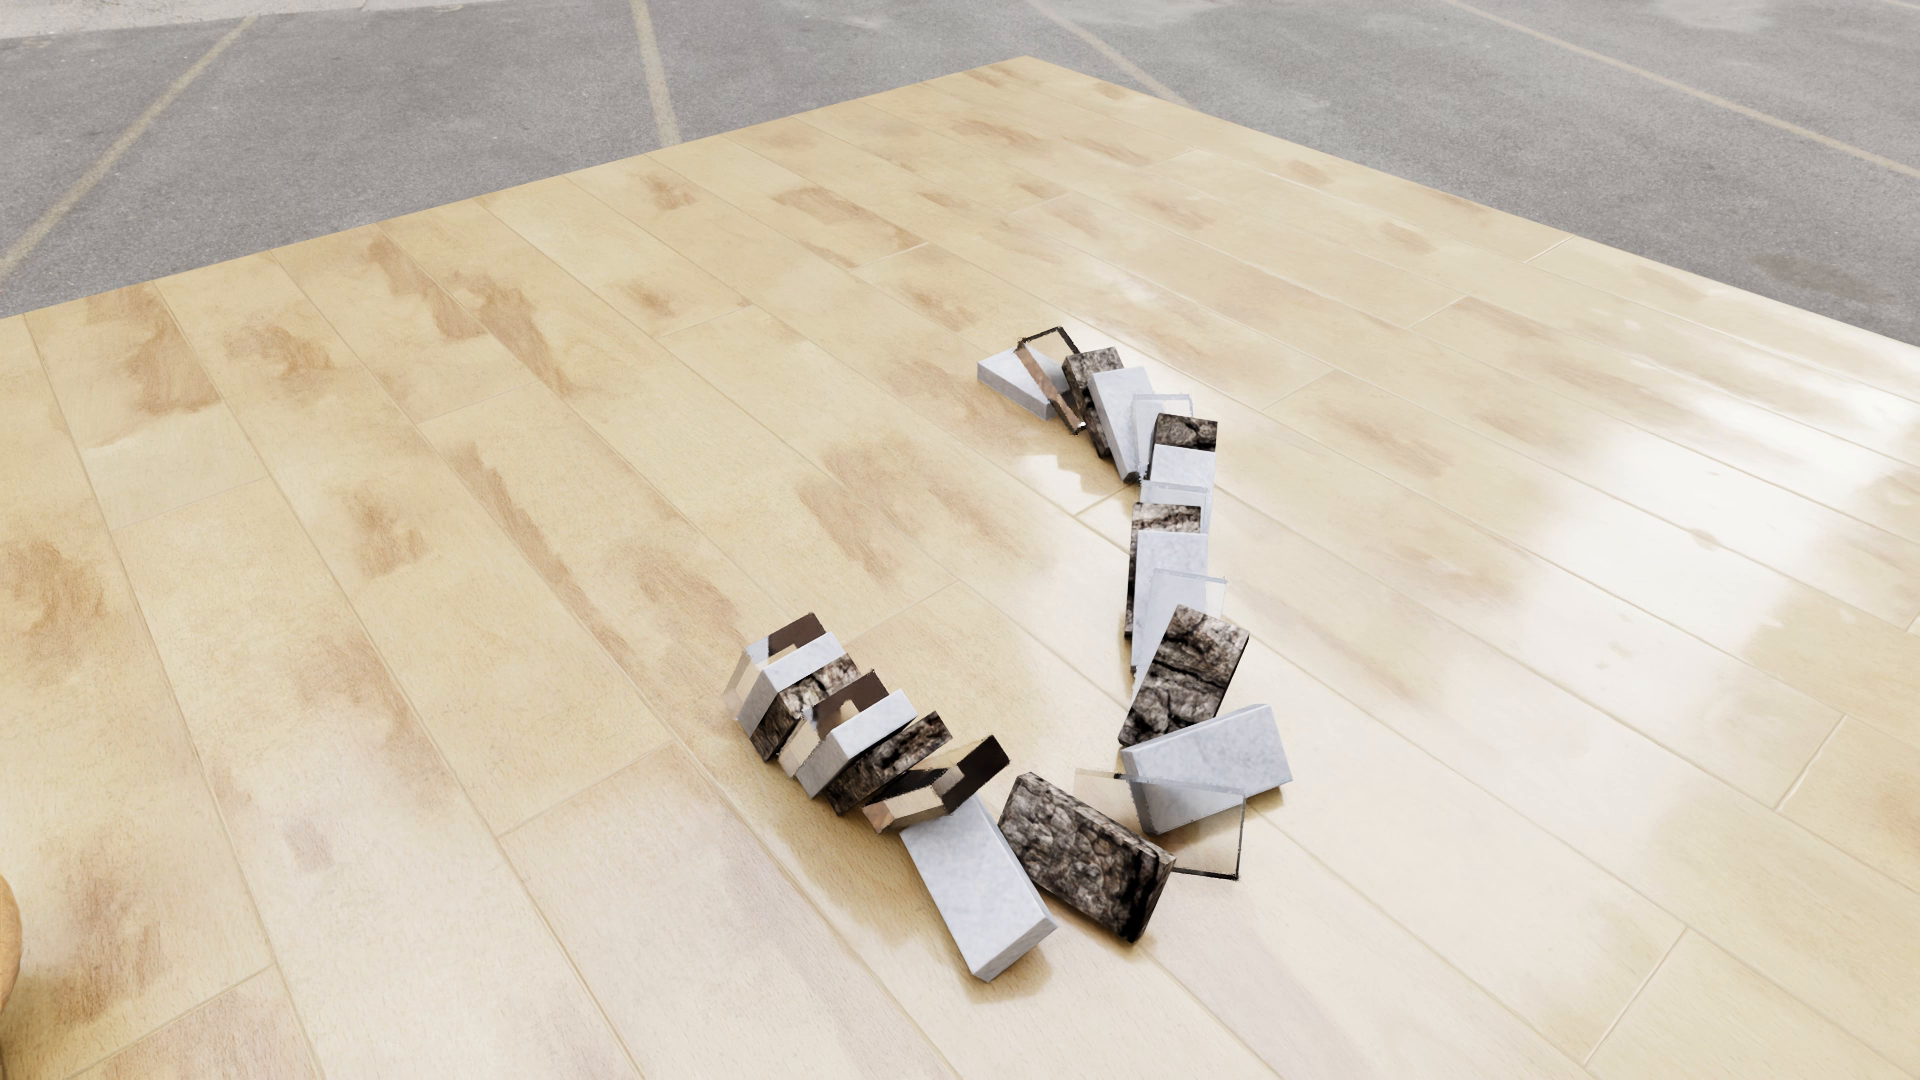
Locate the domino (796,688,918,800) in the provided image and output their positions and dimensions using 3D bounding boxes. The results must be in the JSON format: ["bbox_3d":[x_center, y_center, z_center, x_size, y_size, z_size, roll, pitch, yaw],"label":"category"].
[{"bbox_3d":[-0.032,0.063,0.336,0.025,0.050,0.009,-29,78,-30],"label":"domino"}]

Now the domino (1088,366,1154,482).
[{"bbox_3d":[0.077,-0.052,0.489,0.025,0.010,0.050,-12,70,-14],"label":"domino"}]

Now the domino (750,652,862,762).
[{"bbox_3d":[-0.049,0.054,0.347,0.025,0.050,0.010,-29,78,-30],"label":"domino"}]

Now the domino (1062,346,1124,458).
[{"bbox_3d":[0.068,-0.064,0.504,0.025,0.009,0.050,-13,68,-16],"label":"domino"}]

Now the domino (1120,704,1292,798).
[{"bbox_3d":[0.078,0.071,0.345,0.050,0.009,0.025,-15,86,-17],"label":"domino"}]

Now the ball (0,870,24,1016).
[{"bbox_3d":[-0.275,0.104,0.261,0.080,0.080,0.080,0,39,0],"label":"ball"}]

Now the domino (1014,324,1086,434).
[{"bbox_3d":[0.050,-0.076,0.518,0.025,0.009,0.050,-25,74,-29],"label":"domino"}]

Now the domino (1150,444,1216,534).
[{"bbox_3d":[0.087,-0.013,0.441,0.025,0.009,0.050,9,67,6],"label":"domino"}]

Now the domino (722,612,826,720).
[{"bbox_3d":[-0.062,0.042,0.362,0.025,0.050,0.009,-29,78,-30],"label":"domino"}]

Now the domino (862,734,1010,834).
[{"bbox_3d":[-0.008,0.073,0.326,0.025,0.050,0.009,-34,89,-34],"label":"domino"}]

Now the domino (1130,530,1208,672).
[{"bbox_3d":[0.075,0.022,0.394,0.025,0.010,0.050,4,72,8],"label":"domino"}]

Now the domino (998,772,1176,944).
[{"bbox_3d":[0.035,0.091,0.319,0.050,0.025,0.009,26,10,28],"label":"domino"}]

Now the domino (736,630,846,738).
[{"bbox_3d":[-0.055,0.048,0.355,0.025,0.050,0.009,-29,78,-30],"label":"domino"}]

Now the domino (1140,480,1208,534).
[{"bbox_3d":[0.080,0.002,0.423,0.025,0.009,0.050,7,67,9],"label":"domino"}]

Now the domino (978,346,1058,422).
[{"bbox_3d":[0.034,-0.077,0.537,0.025,0.010,0.050,-28,47,-29],"label":"domino"}]

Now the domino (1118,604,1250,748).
[{"bbox_3d":[0.074,0.049,0.363,0.025,0.010,0.050,22,75,20],"label":"domino"}]

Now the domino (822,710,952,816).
[{"bbox_3d":[-0.023,0.068,0.331,0.025,0.050,0.009,-29,80,-30],"label":"domino"}]

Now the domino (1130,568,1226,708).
[{"bbox_3d":[0.075,0.036,0.379,0.025,0.010,0.050,9,73,11],"label":"domino"}]

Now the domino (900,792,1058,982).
[{"bbox_3d":[0.004,0.097,0.316,0.025,0.010,0.050,-39,46,2],"label":"domino"}]

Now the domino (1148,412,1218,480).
[{"bbox_3d":[0.092,-0.027,0.458,0.025,0.010,0.050,9,67,3],"label":"domino"}]

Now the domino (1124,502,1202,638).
[{"bbox_3d":[0.075,0.012,0.408,0.025,0.010,0.050,4,72,8],"label":"domino"}]

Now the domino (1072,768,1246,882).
[{"bbox_3d":[0.058,0.084,0.328,0.050,0.025,0.009,6,0,7],"label":"domino"}]

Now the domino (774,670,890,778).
[{"bbox_3d":[-0.040,0.058,0.342,0.025,0.050,0.009,-29,78,-29],"label":"domino"}]

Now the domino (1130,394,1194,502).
[{"bbox_3d":[0.088,-0.039,0.473,0.025,0.010,0.050,0,67,-1],"label":"domino"}]
